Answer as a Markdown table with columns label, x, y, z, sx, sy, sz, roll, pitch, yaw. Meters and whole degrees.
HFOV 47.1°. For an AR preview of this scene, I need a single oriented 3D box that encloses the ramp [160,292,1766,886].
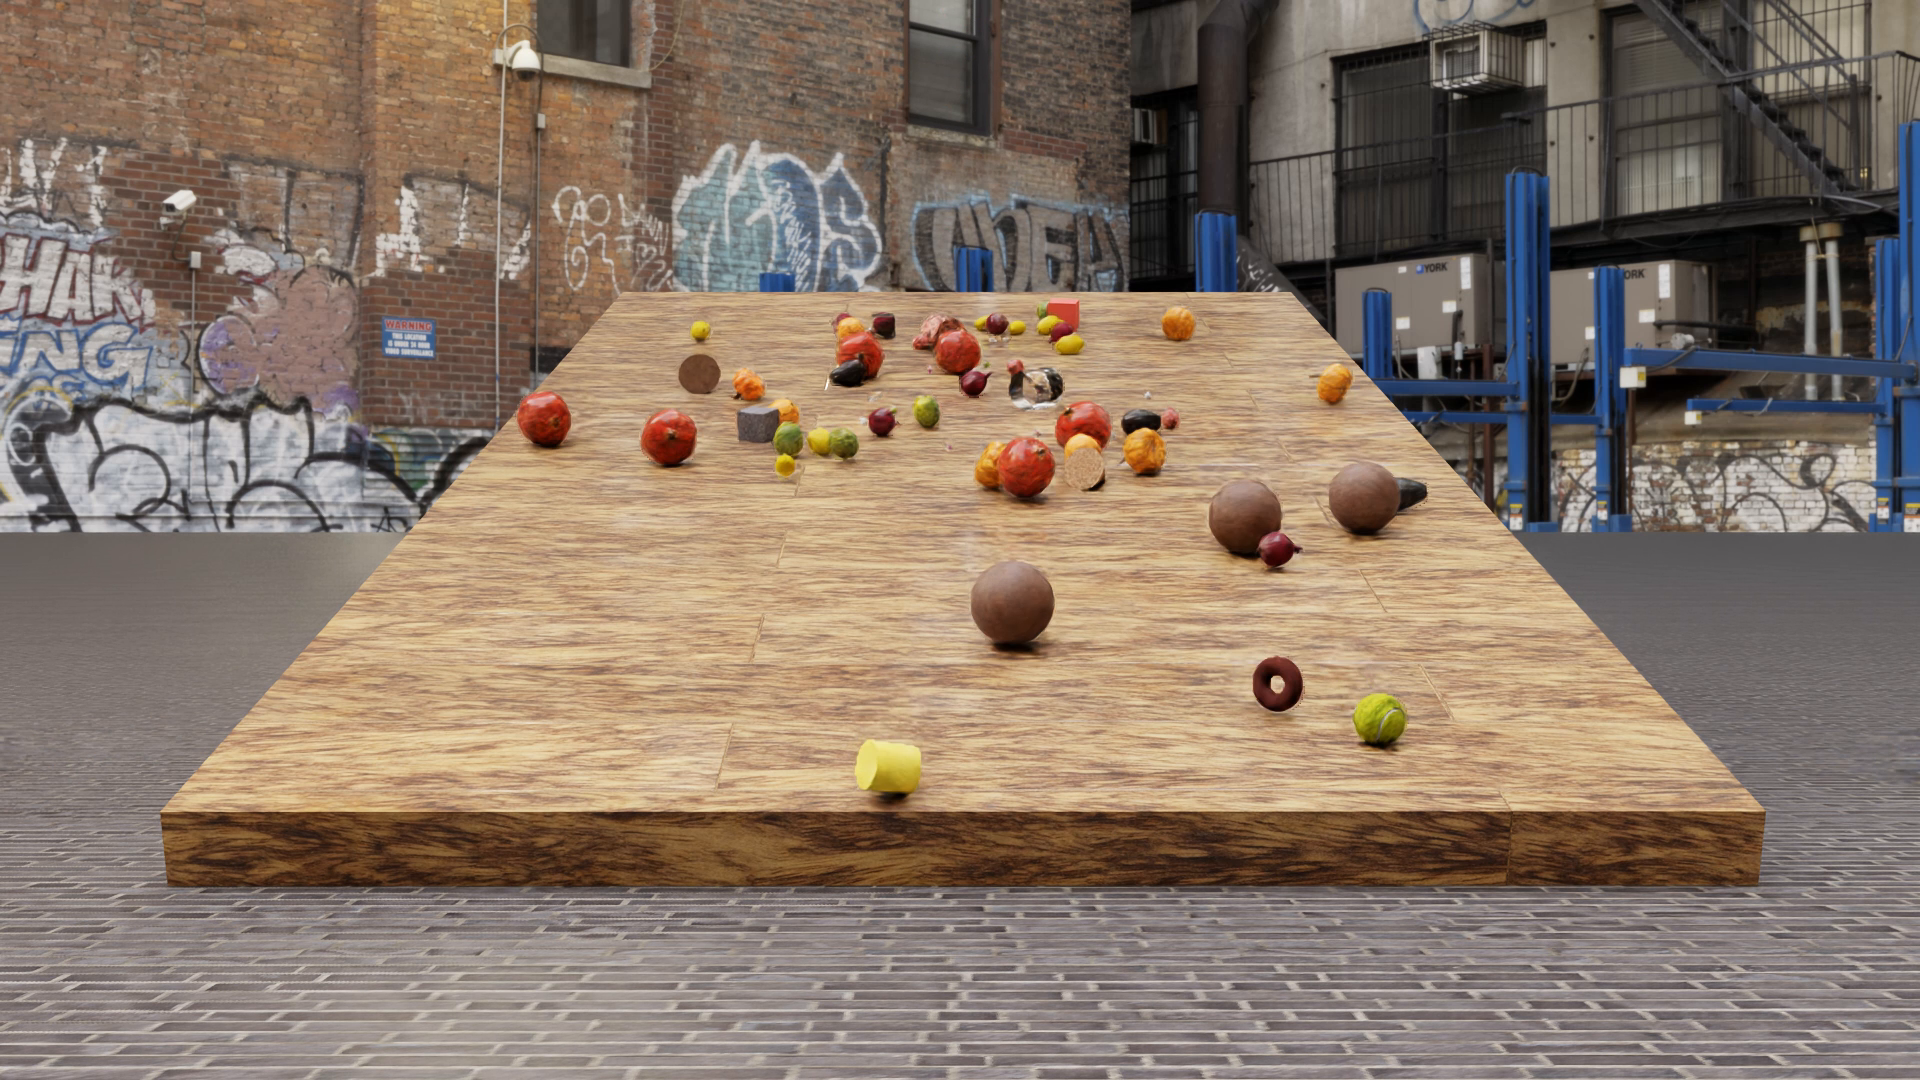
| label | x | y | z | sx | sy | sz | roll | pitch | yaw |
| --- | --- | --- | --- | --- | --- | --- | --- | --- | --- |
| ramp | -0.002 | -0.154 | 4.681 | 2.000 | 0.100 | 4.000 | 0 | 16 | 0 |

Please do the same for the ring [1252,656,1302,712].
| label | x | y | z | sx | sy | sz | roll | pitch | yaw |
| --- | --- | --- | --- | --- | --- | --- | --- | --- | --- |
| ring | 0.443 | 0.201 | 3.074 | 0.077 | 0.077 | 0.026 | 0 | 2 | 40 |

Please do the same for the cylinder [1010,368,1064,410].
| label | x | y | z | sx | sy | sz | roll | pitch | yaw |
| --- | --- | --- | --- | --- | --- | --- | --- | --- | --- |
| cylinder | 0.174 | -0.344 | 5.012 | 0.088 | 0.088 | 0.088 | -11 | 8 | -41 |

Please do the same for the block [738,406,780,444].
| label | x | y | z | sx | sy | sz | roll | pitch | yaw |
| --- | --- | --- | --- | --- | --- | --- | --- | --- | --- |
| block | -0.431 | -0.246 | 4.703 | 0.064 | 0.064 | 0.064 | 7 | 17 | 23 |

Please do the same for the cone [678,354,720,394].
| label | x | y | z | sx | sy | sz | roll | pitch | yaw |
| --- | --- | --- | --- | --- | --- | --- | --- | --- | --- |
| cone | -0.612 | -0.380 | 5.218 | 0.098 | 0.098 | 0.098 | 0 | -11 | 0 |

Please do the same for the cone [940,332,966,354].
| label | x | y | z | sx | sy | sz | roll | pitch | yaw |
| --- | --- | --- | --- | --- | --- | --- | --- | --- | --- |
| cone | -0.008 | -0.495 | 5.659 | 0.061 | 0.061 | 0.061 | 22 | -15 | -41 |

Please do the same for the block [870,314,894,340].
| label | x | y | z | sx | sy | sz | roll | pitch | yaw |
| --- | --- | --- | --- | --- | --- | --- | --- | --- | --- |
| block | -0.205 | -0.570 | 5.869 | 0.058 | 0.058 | 0.058 | -2 | 16 | -7 |

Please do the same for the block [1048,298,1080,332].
| label | x | y | z | sx | sy | sz | roll | pitch | yaw |
| --- | --- | --- | --- | --- | --- | --- | --- | --- | --- |
| block | 0.281 | -0.613 | 5.992 | 0.075 | 0.075 | 0.075 | 3 | 16 | 10 |

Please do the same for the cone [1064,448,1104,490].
| label | x | y | z | sx | sy | sz | roll | pitch | yaw |
| --- | --- | --- | --- | --- | --- | --- | --- | --- | --- |
| cone | 0.264 | -0.129 | 4.333 | 0.088 | 0.088 | 0.088 | 0 | -13 | 33 |
